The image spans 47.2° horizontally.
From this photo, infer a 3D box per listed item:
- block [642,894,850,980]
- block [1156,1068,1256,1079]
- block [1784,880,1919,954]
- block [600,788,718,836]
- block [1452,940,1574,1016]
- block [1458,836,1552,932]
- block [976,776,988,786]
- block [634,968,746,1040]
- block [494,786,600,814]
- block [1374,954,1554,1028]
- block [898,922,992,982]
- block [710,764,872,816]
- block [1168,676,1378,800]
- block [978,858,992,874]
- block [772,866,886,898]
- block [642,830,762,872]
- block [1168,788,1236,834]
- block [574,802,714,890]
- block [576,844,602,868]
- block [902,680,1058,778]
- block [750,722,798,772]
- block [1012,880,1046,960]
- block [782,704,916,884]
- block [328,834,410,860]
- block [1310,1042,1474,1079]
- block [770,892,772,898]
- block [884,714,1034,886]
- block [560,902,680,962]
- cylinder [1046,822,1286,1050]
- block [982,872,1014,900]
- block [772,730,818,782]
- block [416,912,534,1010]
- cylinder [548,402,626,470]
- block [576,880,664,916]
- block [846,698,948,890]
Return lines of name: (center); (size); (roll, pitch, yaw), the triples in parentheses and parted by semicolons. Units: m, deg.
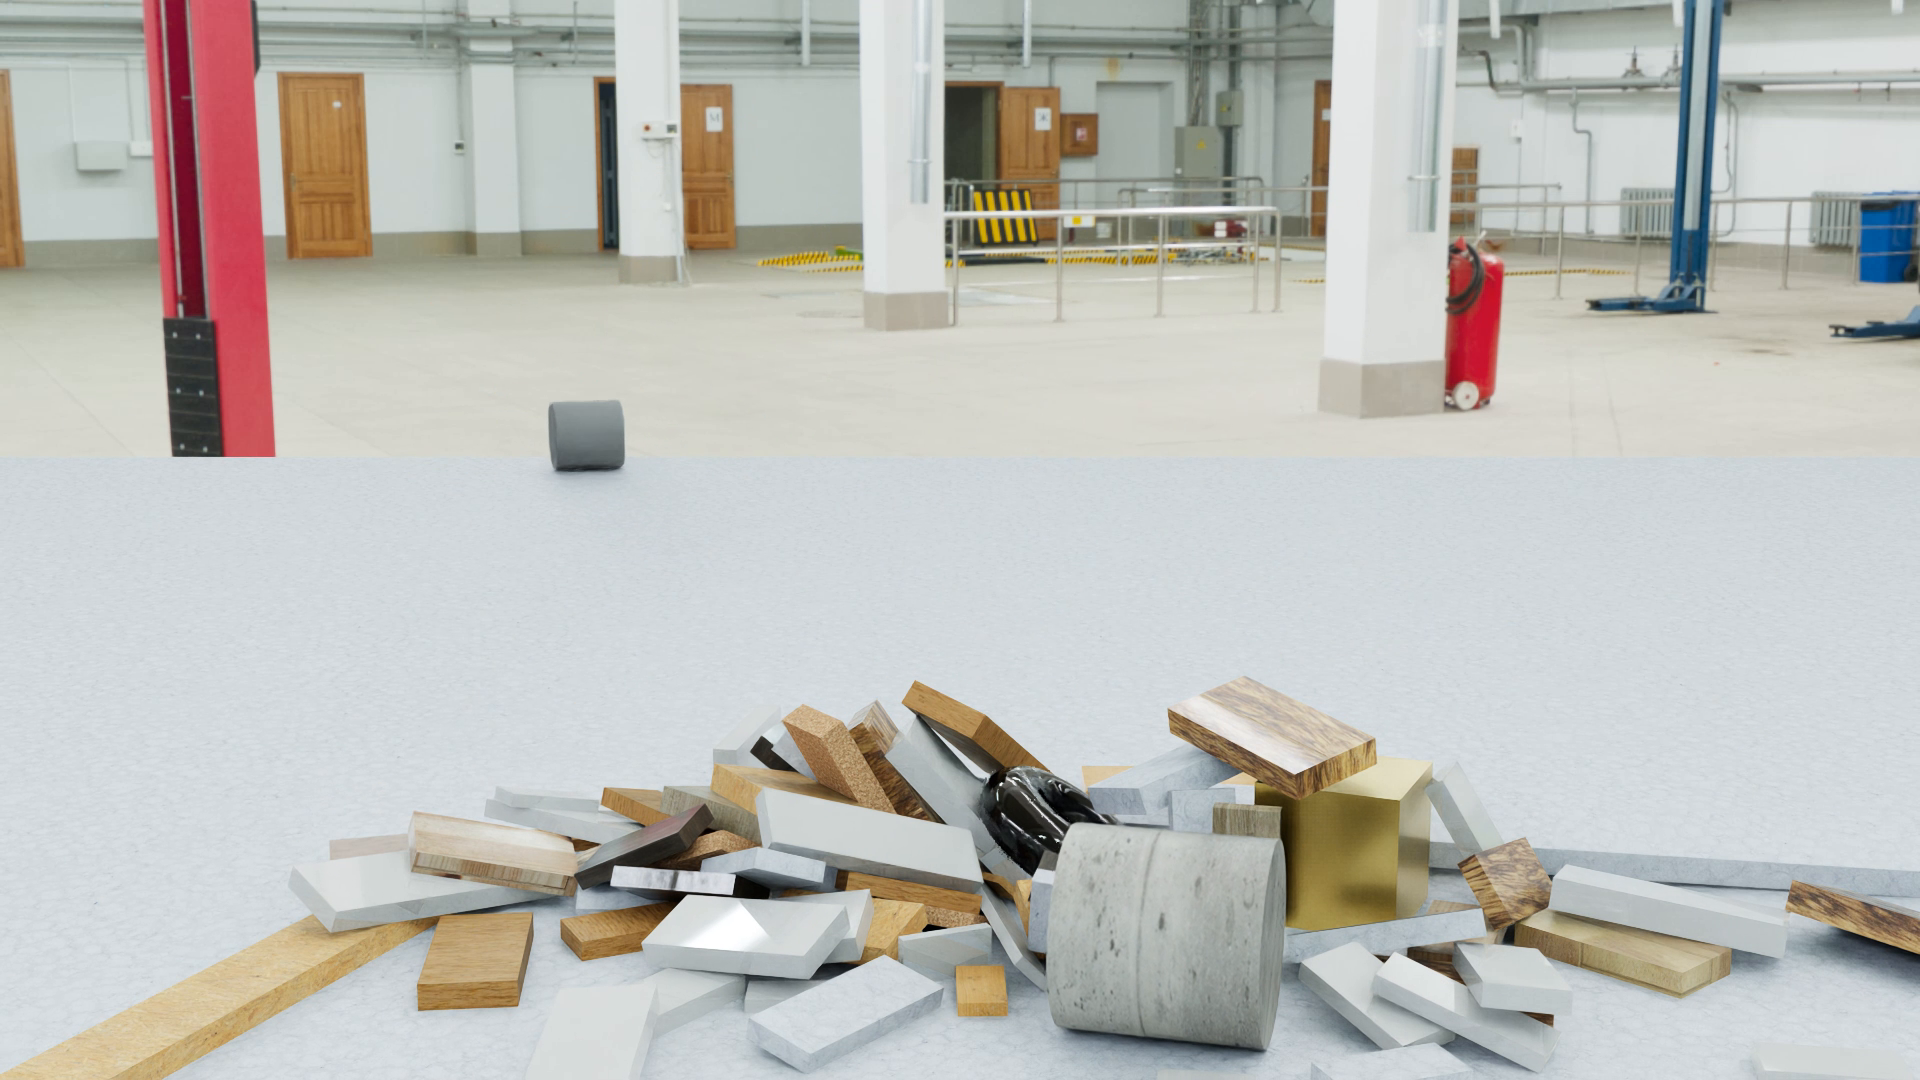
block: (-0.318, 0.588, 3.268); (0.276, 0.039, 0.138); (-1, 22, 25)
block: (0.324, 0.723, 2.902); (0.130, 0.018, 0.065); (2, 11, 10)
block: (1.463, 0.598, 3.351); (0.173, 0.049, 0.346); (14, 0, -36)
block: (-0.505, 0.466, 3.756); (0.112, 0.032, 0.223); (10, 3, -42)
block: (0.776, 0.616, 3.101); (0.121, 0.034, 0.243); (5, 3, 3)
block: (0.877, 0.546, 3.502); (0.033, 0.117, 0.235); (-37, -19, 28)
block: (0.085, 0.486, 3.886); (0.327, 0.046, 0.163); (16, 12, 11)
block: (-0.425, 0.665, 3.177); (0.111, 0.031, 0.222); (7, 13, 35)
block: (-0.711, 0.447, 3.788); (0.159, 0.023, 0.080); (9, -1, -33)
block: (0.715, 0.658, 3.191); (0.285, 0.040, 0.143); (3, 11, 16)
block: (-0.022, 0.622, 3.300); (0.144, 0.072, 0.020); (-5, 11, -23)
block: (-0.281, 0.427, 3.626); (0.156, 0.044, 0.312); (10, 1, -28)
block: (0.505, 0.319, 3.588); (0.165, 0.047, 0.330); (-20, 24, -27)
block: (0.040, 0.549, 3.668); (0.013, 0.095, 0.047); (-48, 30, -9)
block: (-0.208, 0.561, 3.563); (0.191, 0.095, 0.027); (0, 11, 1)
block: (-0.420, 0.524, 3.561); (0.228, 0.032, 0.114); (-21, -36, 38)
block: (0.393, 0.507, 3.541); (0.105, 0.210, 0.030); (-2, -4, -9)
block: (-0.511, 0.495, 3.553); (0.216, 0.031, 0.108); (-24, 10, 24)
block: (-0.629, 0.556, 3.799); (0.070, 0.020, 0.140); (7, 13, 33)
block: (0.044, 0.357, 3.840); (0.163, 0.046, 0.327); (23, -13, 37)
block: (-0.228, 0.437, 3.938); (0.290, 0.041, 0.145); (39, 18, 7)
block: (0.220, 0.581, 3.445); (0.249, 0.035, 0.125); (-4, 46, -19)
block: (-0.171, 0.431, 3.664); (0.046, 0.325, 0.162); (-36, 21, -19)
block: (-0.952, 0.546, 3.804); (0.266, 0.038, 0.133); (-3, 11, -16)
block: (0.575, 0.713, 2.931); (0.190, 0.027, 0.095); (-4, 11, -19)
block: (-0.285, 0.552, 3.635); (0.222, 0.031, 0.111); (0, 44, 2)
block: (0.012, 0.446, 3.695); (0.046, 0.327, 0.163); (-42, 3, 11)
block: (-0.487, 0.610, 3.473); (0.262, 0.031, 0.111); (-5, 12, -26)
cylinder: (0.294, 0.552, 3.085); (0.289, 0.289, 0.289); (3, 11, 15)
block: (0.061, 0.568, 3.614); (0.013, 0.047, 0.094); (-51, 19, -18)
block: (-0.175, 0.432, 3.863); (0.325, 0.046, 0.162); (40, 13, -1)
block: (-0.728, 0.634, 3.323); (0.143, 0.040, 0.285); (-1, 11, -6)
cylinder: (-1.405, -0.393, 8.275); (0.251, 0.251, 0.251); (-3, 11, -18)
block: (-0.550, 0.583, 3.566); (0.140, 0.020, 0.070); (2, 32, -6)
block: (-0.079, 0.432, 3.708); (0.046, 0.325, 0.162); (-34, 4, 11)
